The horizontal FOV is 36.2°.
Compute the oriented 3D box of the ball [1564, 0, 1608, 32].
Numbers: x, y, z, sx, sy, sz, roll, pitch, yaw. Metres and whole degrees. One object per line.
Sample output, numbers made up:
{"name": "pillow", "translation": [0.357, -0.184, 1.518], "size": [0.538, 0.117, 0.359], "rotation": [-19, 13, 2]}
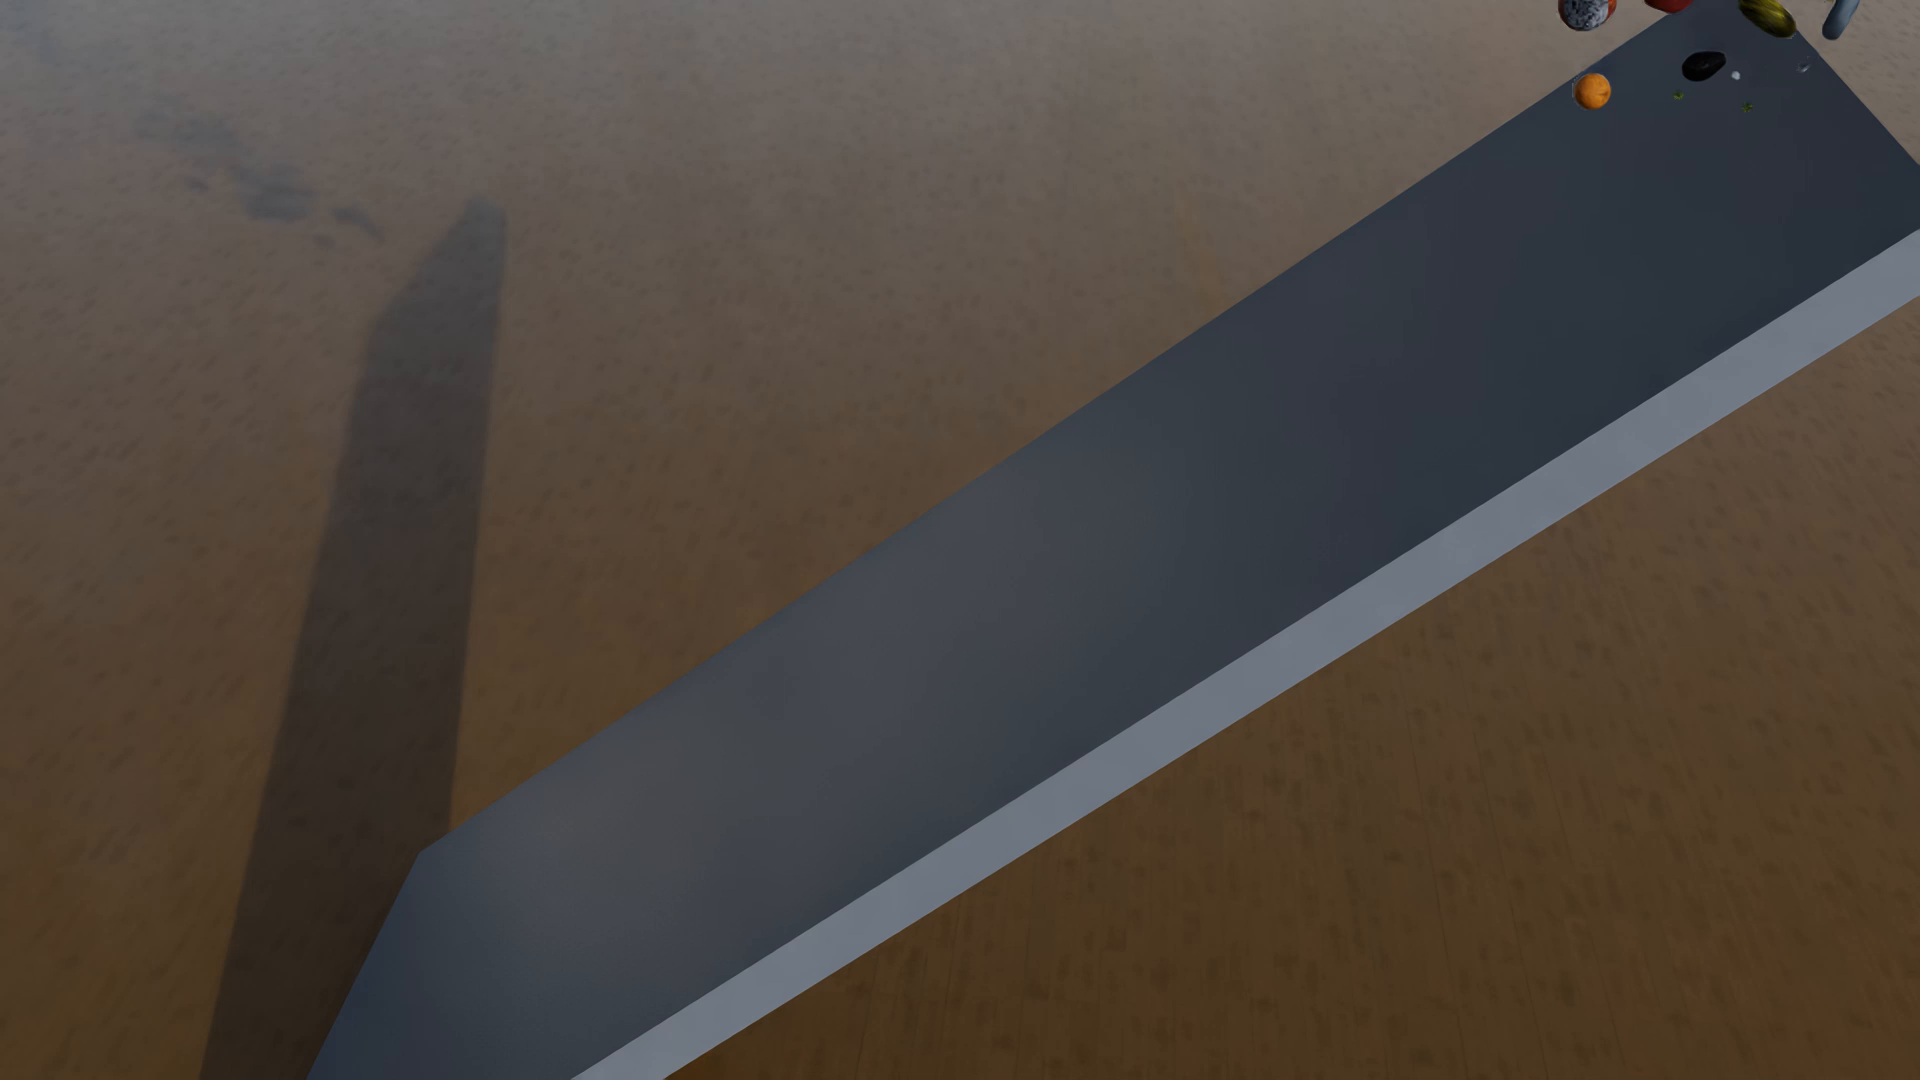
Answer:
{"name": "ball", "translation": [1.231, -1.045, 5.786], "size": [0.088, 0.088, 0.088], "rotation": [0, 22, 0]}

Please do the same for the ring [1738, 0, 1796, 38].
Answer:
{"name": "ring", "translation": [1.571, -1.025, 5.730], "size": [0.128, 0.043, 0.128], "rotation": [37, 5, -4]}

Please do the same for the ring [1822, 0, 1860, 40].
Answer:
{"name": "ring", "translation": [1.678, -1.002, 5.597], "size": [0.036, 0.109, 0.109], "rotation": [30, 30, 12]}

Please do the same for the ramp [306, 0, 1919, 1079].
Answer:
{"name": "ramp", "translation": [0.131, 0.177, 6.317], "size": [4.000, 0.100, 2.000], "rotation": [-34, 16, 16]}
